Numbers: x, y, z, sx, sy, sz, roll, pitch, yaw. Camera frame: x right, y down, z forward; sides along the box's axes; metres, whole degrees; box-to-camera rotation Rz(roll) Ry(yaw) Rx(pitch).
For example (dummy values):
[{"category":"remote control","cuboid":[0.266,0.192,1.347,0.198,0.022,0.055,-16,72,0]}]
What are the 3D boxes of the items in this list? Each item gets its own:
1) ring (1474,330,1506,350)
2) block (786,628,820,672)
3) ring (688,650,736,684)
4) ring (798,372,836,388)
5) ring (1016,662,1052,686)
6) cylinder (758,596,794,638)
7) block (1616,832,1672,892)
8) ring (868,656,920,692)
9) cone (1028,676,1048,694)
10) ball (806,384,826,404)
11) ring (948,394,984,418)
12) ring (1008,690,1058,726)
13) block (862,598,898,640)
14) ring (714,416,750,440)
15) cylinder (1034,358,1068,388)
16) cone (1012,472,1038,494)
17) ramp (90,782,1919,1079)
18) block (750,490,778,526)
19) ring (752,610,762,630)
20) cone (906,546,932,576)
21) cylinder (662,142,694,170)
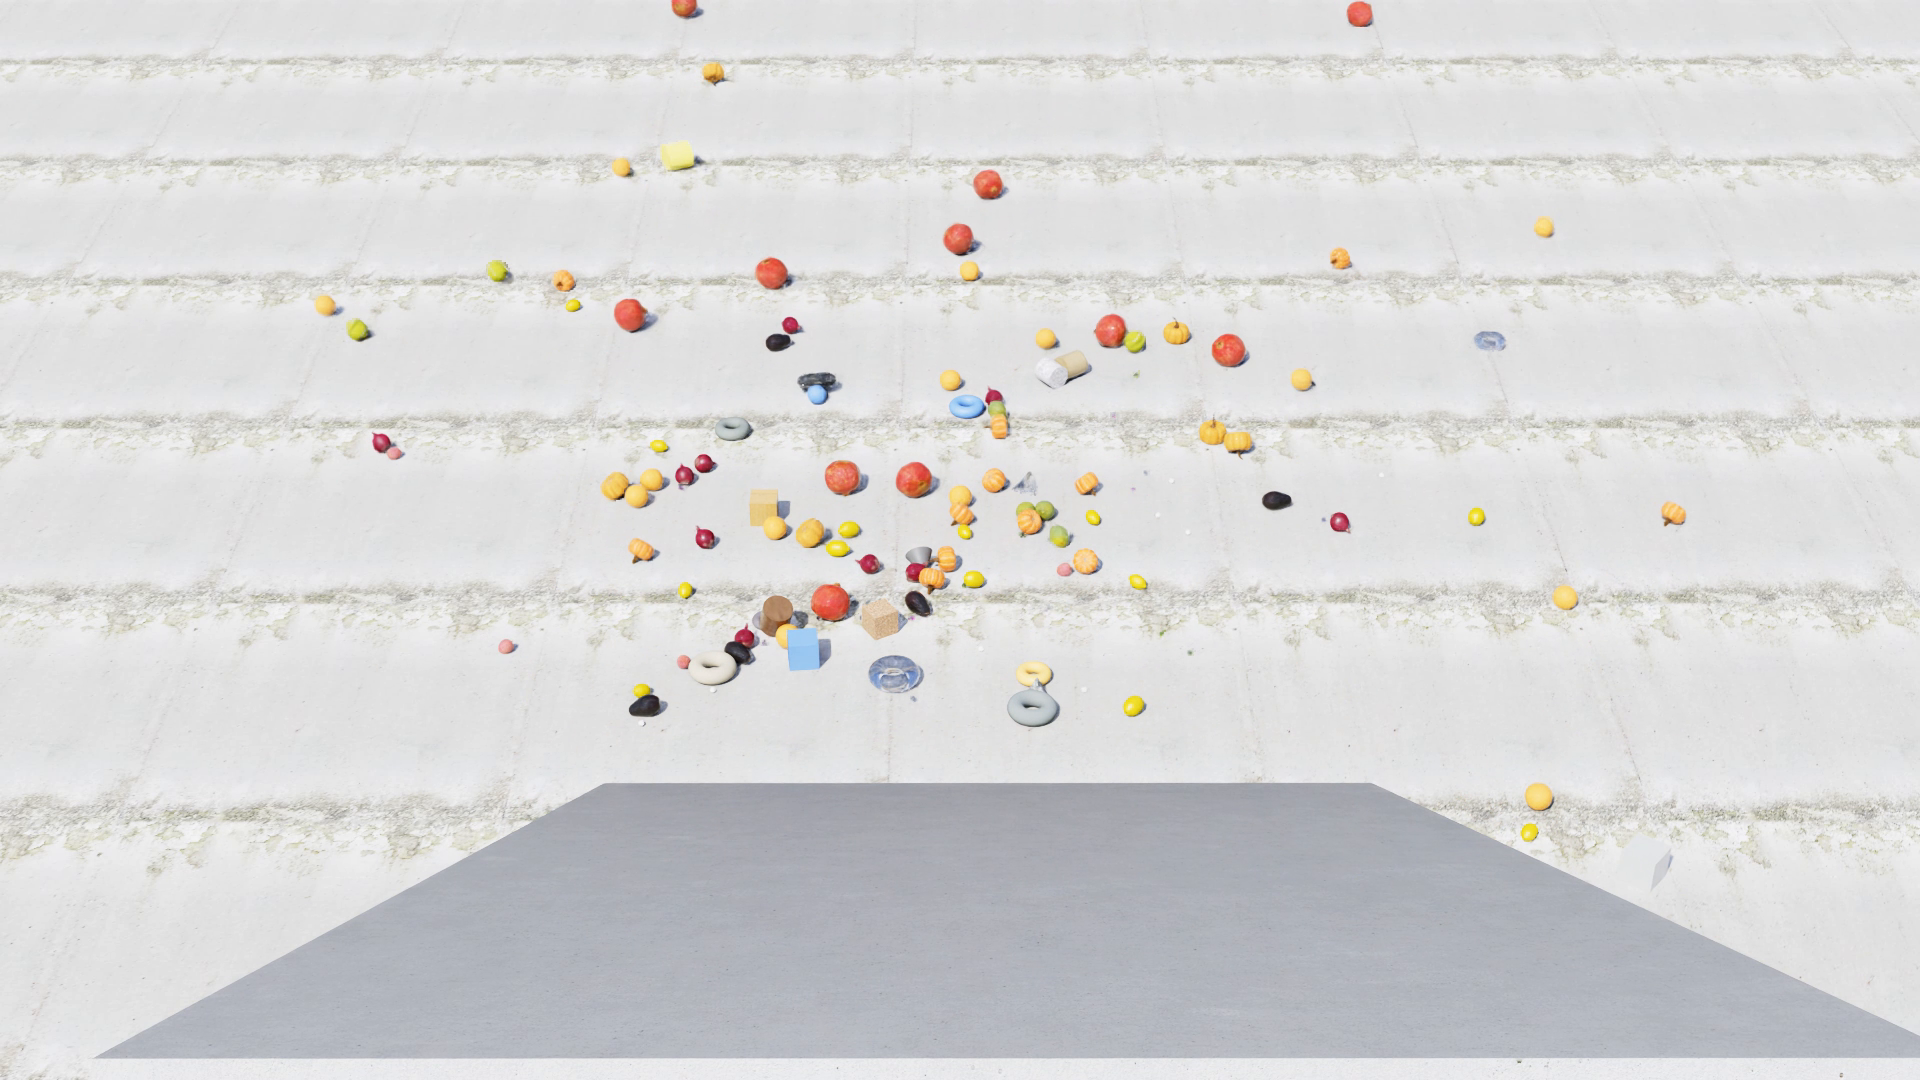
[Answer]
[{"category":"ring","cuboid":[1.816,-0.682,8.890,0.108,0.036,0.108,-1,32,1]},{"category":"block","cuboid":[-0.443,0.309,7.331,0.084,0.084,0.084,-4,33,-6]},{"category":"ring","cuboid":[-0.696,0.358,7.292,0.136,0.045,0.136,-1,32,0]},{"category":"ring","cuboid":[-0.476,-0.529,8.608,0.131,0.044,0.131,-4,-1,0]},{"category":"ring","cuboid":[0.206,0.375,7.277,0.101,0.034,0.101,-1,33,1]},{"category":"cylinder","cuboid":[-0.527,0.219,7.439,0.088,0.088,0.088,6,56,-9]},{"category":"block","cuboid":[1.728,0.815,6.552,0.092,0.092,0.092,24,40,32]},{"category":"ring","cuboid":[-0.185,0.374,7.264,0.147,0.049,0.147,-1,32,0]},{"category":"cone","cuboid":[0.214,0.405,7.206,0.061,0.061,0.061,0,33,0]},{"category":"ball","cuboid":[-0.475,-0.481,8.557,0.062,0.062,0.062,0,33,0]},{"category":"ring","cuboid":[0.022,-0.438,8.515,0.116,0.039,0.116,-1,33,1]},{"category":"ring","cuboid":[0.198,0.462,7.133,0.139,0.046,0.139,1,32,-1]},{"category":"block","cuboid":[-0.230,0.228,7.462,0.076,0.076,0.076,-18,37,-26]},{"category":"ring","cuboid":[-0.736,-0.360,8.396,0.115,0.038,0.115,-1,33,1]},{"category":"cylinder","cuboid":[0.305,-0.558,8.660,0.080,0.080,0.080,-22,40,-30]},{"category":"cone","cuboid":[0.193,-0.169,8.108,0.072,0.072,0.072,-18,27,22]},{"category":"ramp","cuboid":[0.074,0.643,4.762,2.000,0.100,4.000,0,-1,0]},{"category":"block","cuboid":[-0.601,-0.099,7.955,0.082,0.082,0.082,0,33,0]},{"category":"ring","cuboid":[-0.563,0.232,7.501,0.078,0.026,0.078,1,37,-1]},{"category":"cone","cuboid":[-0.114,0.076,7.729,0.083,0.083,0.083,-8,61,-12]},{"category":"cylinder","cuboid":[-1.095,-1.490,10.066,0.098,0.098,0.098,-13,36,-19]}]
